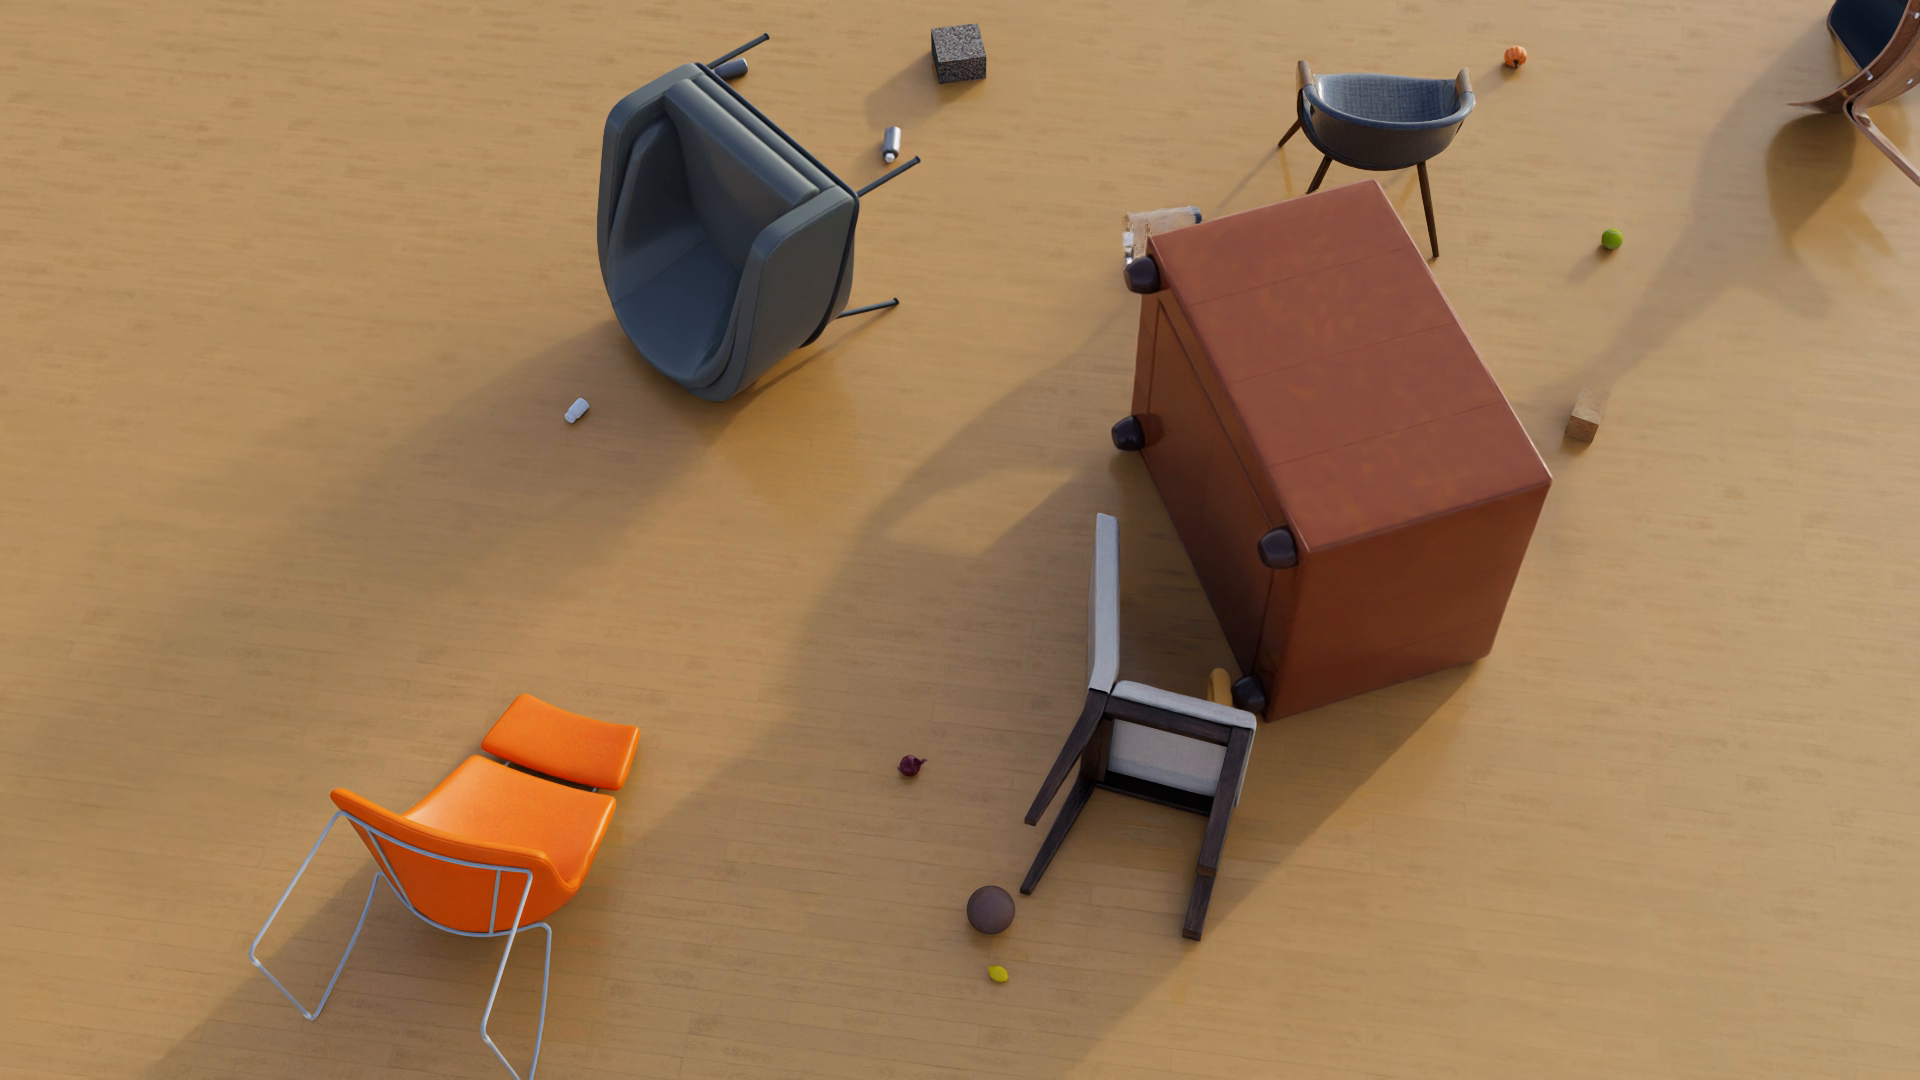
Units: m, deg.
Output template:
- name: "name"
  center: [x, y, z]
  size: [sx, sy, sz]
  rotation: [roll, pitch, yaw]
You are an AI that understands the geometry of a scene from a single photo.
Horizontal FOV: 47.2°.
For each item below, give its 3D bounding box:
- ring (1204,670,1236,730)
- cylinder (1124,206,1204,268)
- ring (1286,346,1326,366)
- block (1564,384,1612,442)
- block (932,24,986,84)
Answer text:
- name: "ring"
  center: [0.734, 0.452, 6.214]
  size: [0.057, 0.095, 0.213]
  rotation: [11, 45, -17]
- name: "cylinder"
  center: [0.660, -0.984, 7.127]
  size: [0.230, 0.178, 0.169]
  rotation: [-8, 69, -5]
- name: "ring"
  center: [1.092, -0.584, 6.954]
  size: [0.128, 0.021, 0.072]
  rotation: [10, 58, 7]
- name: "block"
  center: [1.936, -0.390, 6.780]
  size: [0.088, 0.093, 0.134]
  rotation: [22, 59, 14]
- name: "block"
  center: [-0.005, -1.692, 7.648]
  size: [0.166, 0.101, 0.168]
  rotation: [-8, 57, -5]
